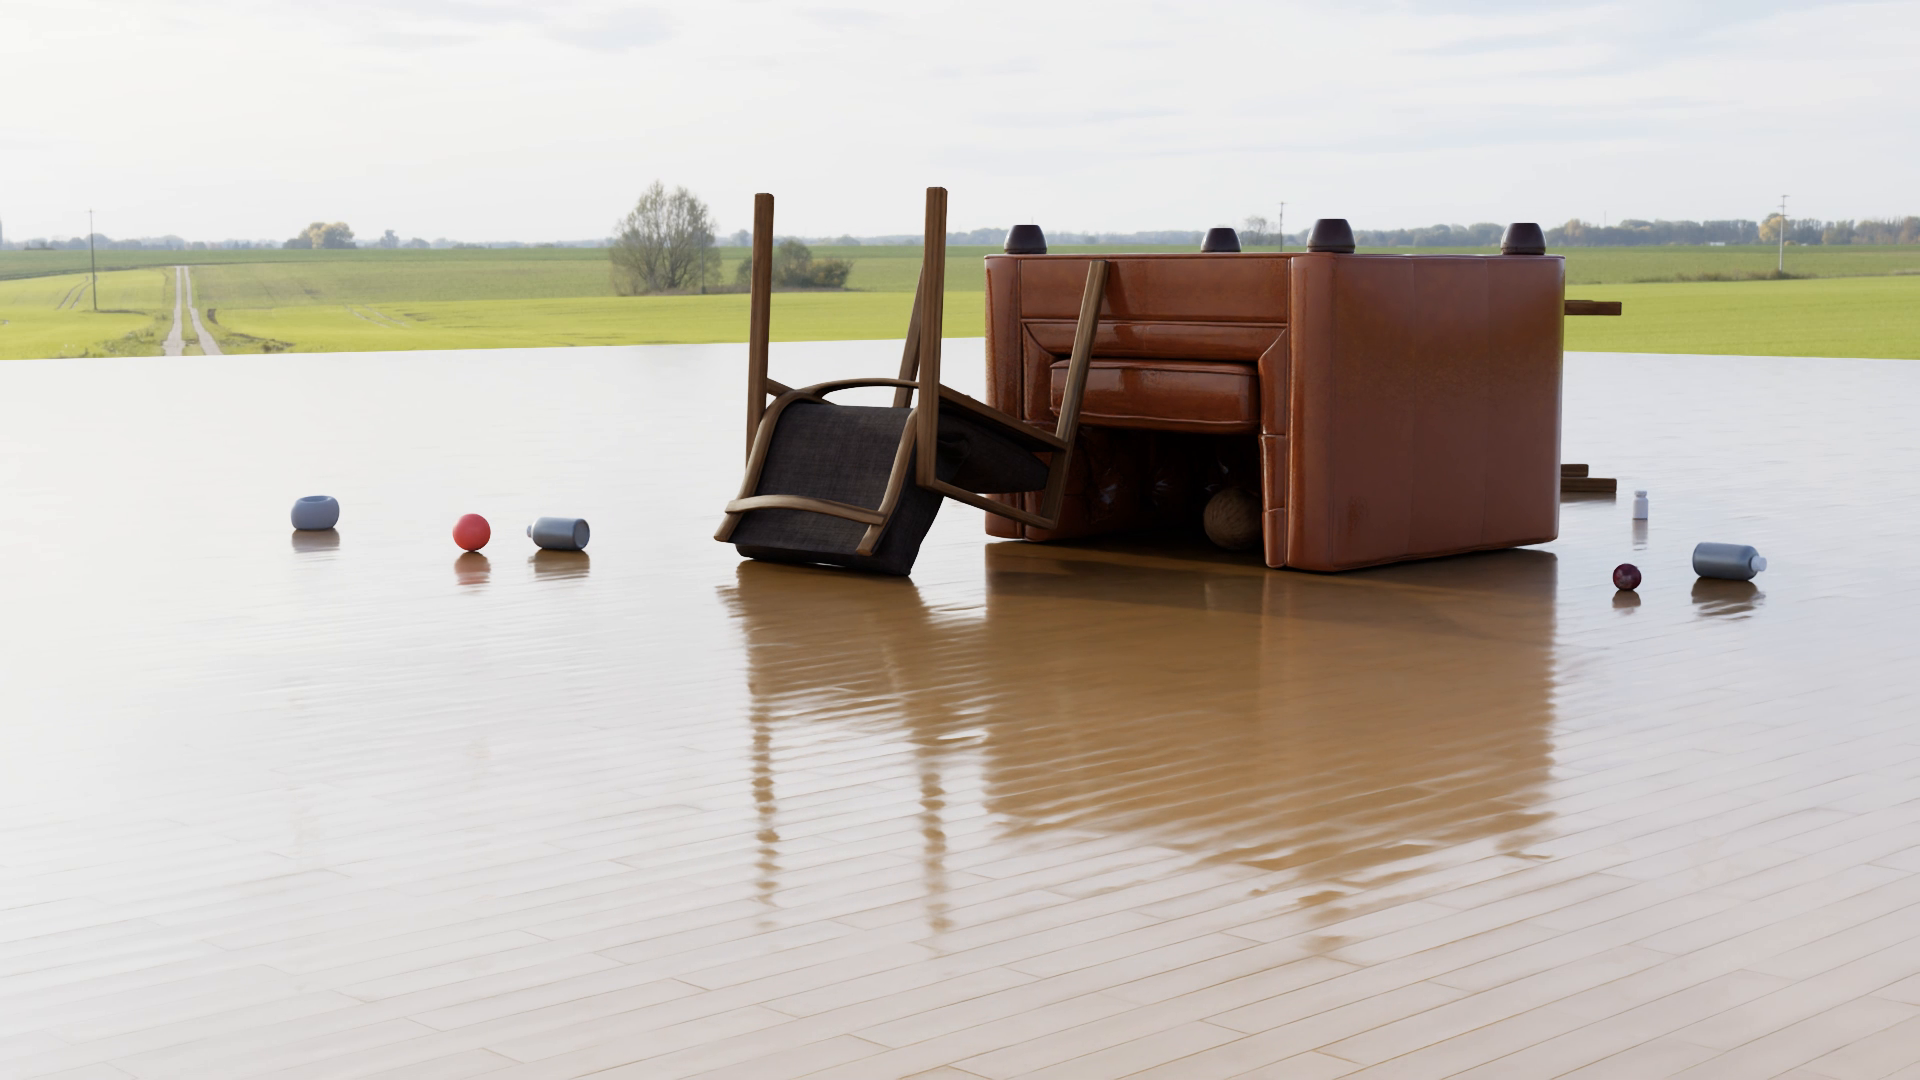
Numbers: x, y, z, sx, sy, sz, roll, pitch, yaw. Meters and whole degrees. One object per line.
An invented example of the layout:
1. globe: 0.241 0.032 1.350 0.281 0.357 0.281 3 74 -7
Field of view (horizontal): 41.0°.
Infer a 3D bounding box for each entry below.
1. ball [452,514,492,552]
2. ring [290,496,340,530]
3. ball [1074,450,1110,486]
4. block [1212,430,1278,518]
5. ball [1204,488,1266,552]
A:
1. ball: -1.171 -0.019 6.150 0.092 0.092 0.092 0 6 0
2. ring: -1.688 -0.070 6.716 0.094 0.078 0.150 13 15 30
3. ball: 0.415 -0.227 8.047 0.116 0.116 0.116 0 6 0
4. block: 0.779 -0.178 7.011 0.098 0.231 0.154 -6 8 -44
5. ball: 0.659 -0.048 6.149 0.150 0.150 0.150 0 6 0
